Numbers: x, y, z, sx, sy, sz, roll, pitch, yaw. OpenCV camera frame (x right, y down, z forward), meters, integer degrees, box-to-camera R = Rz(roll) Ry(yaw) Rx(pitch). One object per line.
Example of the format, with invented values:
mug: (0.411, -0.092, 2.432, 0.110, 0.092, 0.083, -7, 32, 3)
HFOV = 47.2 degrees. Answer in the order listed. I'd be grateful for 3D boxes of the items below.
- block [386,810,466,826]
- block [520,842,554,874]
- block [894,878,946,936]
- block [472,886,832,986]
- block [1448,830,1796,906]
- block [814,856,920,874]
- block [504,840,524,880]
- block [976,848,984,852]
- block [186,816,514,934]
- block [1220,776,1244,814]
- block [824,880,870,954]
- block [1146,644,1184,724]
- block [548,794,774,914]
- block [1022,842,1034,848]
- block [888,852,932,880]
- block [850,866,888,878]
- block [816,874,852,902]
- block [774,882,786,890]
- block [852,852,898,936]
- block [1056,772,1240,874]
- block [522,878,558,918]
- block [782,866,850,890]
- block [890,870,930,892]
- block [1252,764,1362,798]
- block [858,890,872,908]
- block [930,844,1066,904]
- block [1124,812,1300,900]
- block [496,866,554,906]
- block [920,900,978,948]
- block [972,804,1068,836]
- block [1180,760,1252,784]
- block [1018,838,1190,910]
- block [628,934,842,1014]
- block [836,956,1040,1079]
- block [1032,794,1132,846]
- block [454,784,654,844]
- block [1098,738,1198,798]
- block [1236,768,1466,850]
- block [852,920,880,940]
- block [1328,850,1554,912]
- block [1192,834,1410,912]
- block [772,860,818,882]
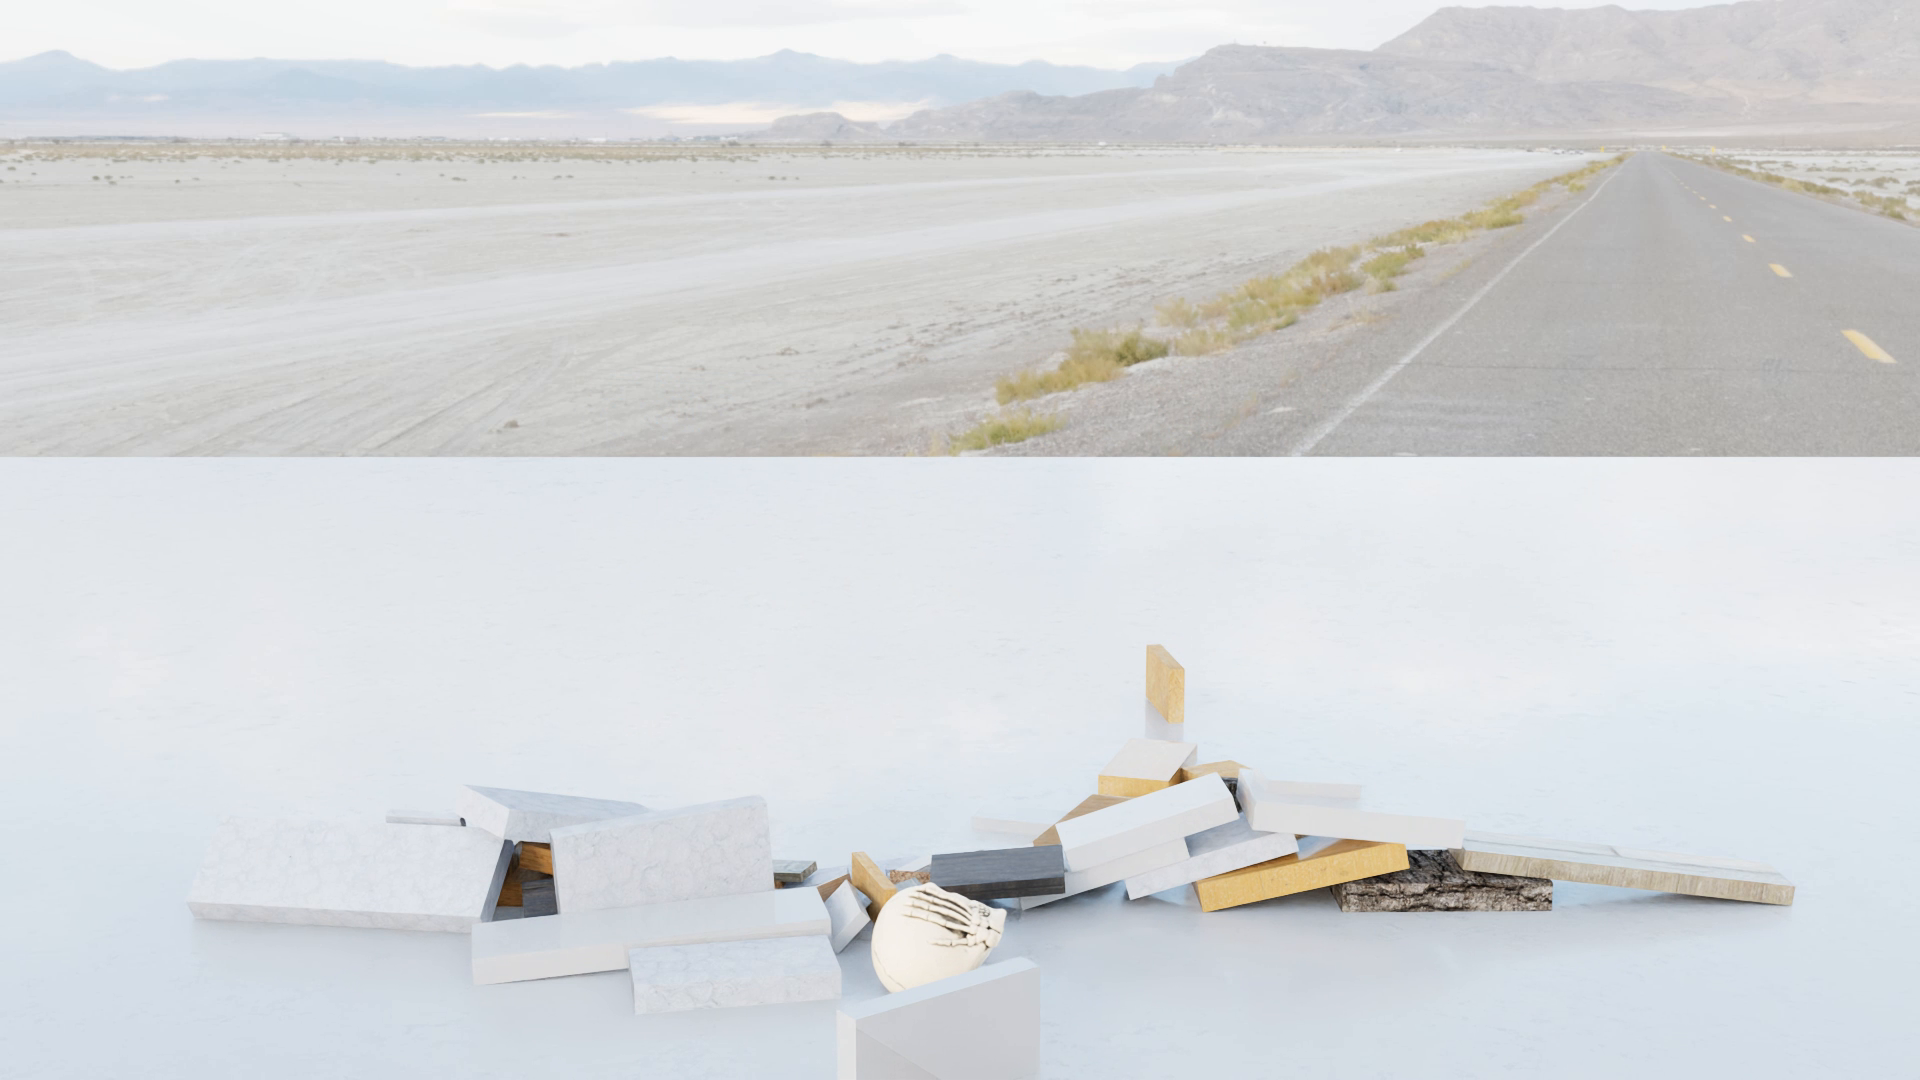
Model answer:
block: (-0.878, 0.480, 3.627, 0.131, 0.066, 0.019, 2, 26, 11)
block: (-0.577, 0.537, 3.676, 0.286, 0.041, 0.143, 13, 11, 1)
block: (-0.082, 0.584, 3.514, 0.075, 0.021, 0.149, -18, 15, -15)
block: (-0.477, 0.609, 3.396, 0.539, 0.043, 0.150, -5, 11, -12)
block: (1.094, 0.542, 3.655, 0.550, 0.034, 0.118, 7, 10, -2)
block: (-0.158, 0.566, 3.756, 0.204, 0.015, 0.051, -5, 11, -23)
block: (-0.883, 0.527, 3.674, 0.286, 0.041, 0.143, 1, 11, 8)
block: (-0.024, 0.558, 3.670, 0.143, 0.020, 0.072, -18, 11, 1)
block: (-0.984, 0.540, 3.558, 0.492, 0.048, 0.171, 2, 46, 8)
block: (0.556, 0.490, 3.831, 0.274, 0.137, 0.039, 2, 11, 11)
block: (-0.186, 0.593, 3.466, 0.021, 0.075, 0.149, 44, -1, -16)
block: (0.450, 0.314, 4.832, 0.034, 0.118, 0.237, -1, 11, -7)
block: (-0.472, 0.521, 3.505, 0.342, 0.171, 0.048, -8, 12, -18)
block: (0.062, 0.552, 3.664, 0.143, 0.020, 0.072, -24, 10, 3)
block: (-0.090, 0.559, 3.671, 0.106, 0.015, 0.053, -26, 11, 1)
block: (-0.174, 0.571, 3.668, 0.106, 0.015, 0.053, -13, 11, 0)
block: (-0.209, 0.580, 3.591, 0.013, 0.047, 0.094, -16, -1, 37)
block: (-0.345, 0.570, 3.684, 0.110, 0.016, 0.055, -6, 12, 11)
block: (-0.138, 0.564, 3.522, 0.021, 0.075, 0.192, -3, 11, -18)
block: (0.307, 0.465, 3.632, 0.286, 0.041, 0.143, -18, 11, 0)
block: (-0.540, 0.570, 3.567, 0.333, 0.066, 0.019, -5, -30, -11)
block: (-0.239, 0.571, 3.661, 0.110, 0.016, 0.055, -13, 11, 0)
block: (-0.065, 0.574, 3.619, 0.106, 0.053, 0.015, 2, -31, 10)
block: (0.572, 0.397, 3.625, 0.161, 0.023, 0.081, 4, 12, -10)
block: (-0.175, 0.584, 3.534, 0.047, 0.013, 0.094, -44, 14, -12)
block: (0.061, 0.542, 3.566, 0.215, 0.030, 0.108, -5, 21, 3)
block: (0.411, 0.514, 3.653, 0.286, 0.041, 0.143, -17, 11, 5)
block: (-0.768, 0.568, 3.676, 0.286, 0.041, 0.143, 0, 11, 2)
block: (-0.017, 0.605, 3.492, 0.072, 0.020, 0.143, 1, 17, 8)
block: (0.110, 0.513, 4.023, 0.161, 0.023, 0.081, 3, 11, 17)
block: (0.537, 0.474, 4.204, 0.118, 0.034, 0.237, -6, 12, -27)
block: (0.231, 0.529, 3.651, 0.286, 0.041, 0.143, -18, 11, 2)
block: (-0.336, 0.643, 3.265, 0.301, 0.043, 0.150, -2, 11, -12)
block: (-0.025, 0.658, 2.889, 0.301, 0.150, 0.043, -8, 13, -37)
block: (0.242, 0.525, 3.914, 0.137, 0.039, 0.339, 5, 11, 23)
block: (-0.641, 0.464, 3.641, 0.342, 0.048, 0.171, 13, 0, -40)
block: (0.372, 0.449, 4.323, 0.137, 0.039, 0.274, 3, 11, 17)
block: (0.640, 0.442, 3.625, 0.343, 0.049, 0.171, 6, 12, -3)
block: (-0.152, 0.613, 3.507, 0.051, 0.015, 0.103, 2, 11, 10)
block: (0.792, 0.566, 3.663, 0.343, 0.049, 0.171, 0, 11, -1)
block: (0.556, 0.531, 3.658, 0.343, 0.049, 0.171, -12, 11, 0)
block: (-0.299, 0.551, 3.668, 0.110, 0.016, 0.055, -2, 13, 26)
